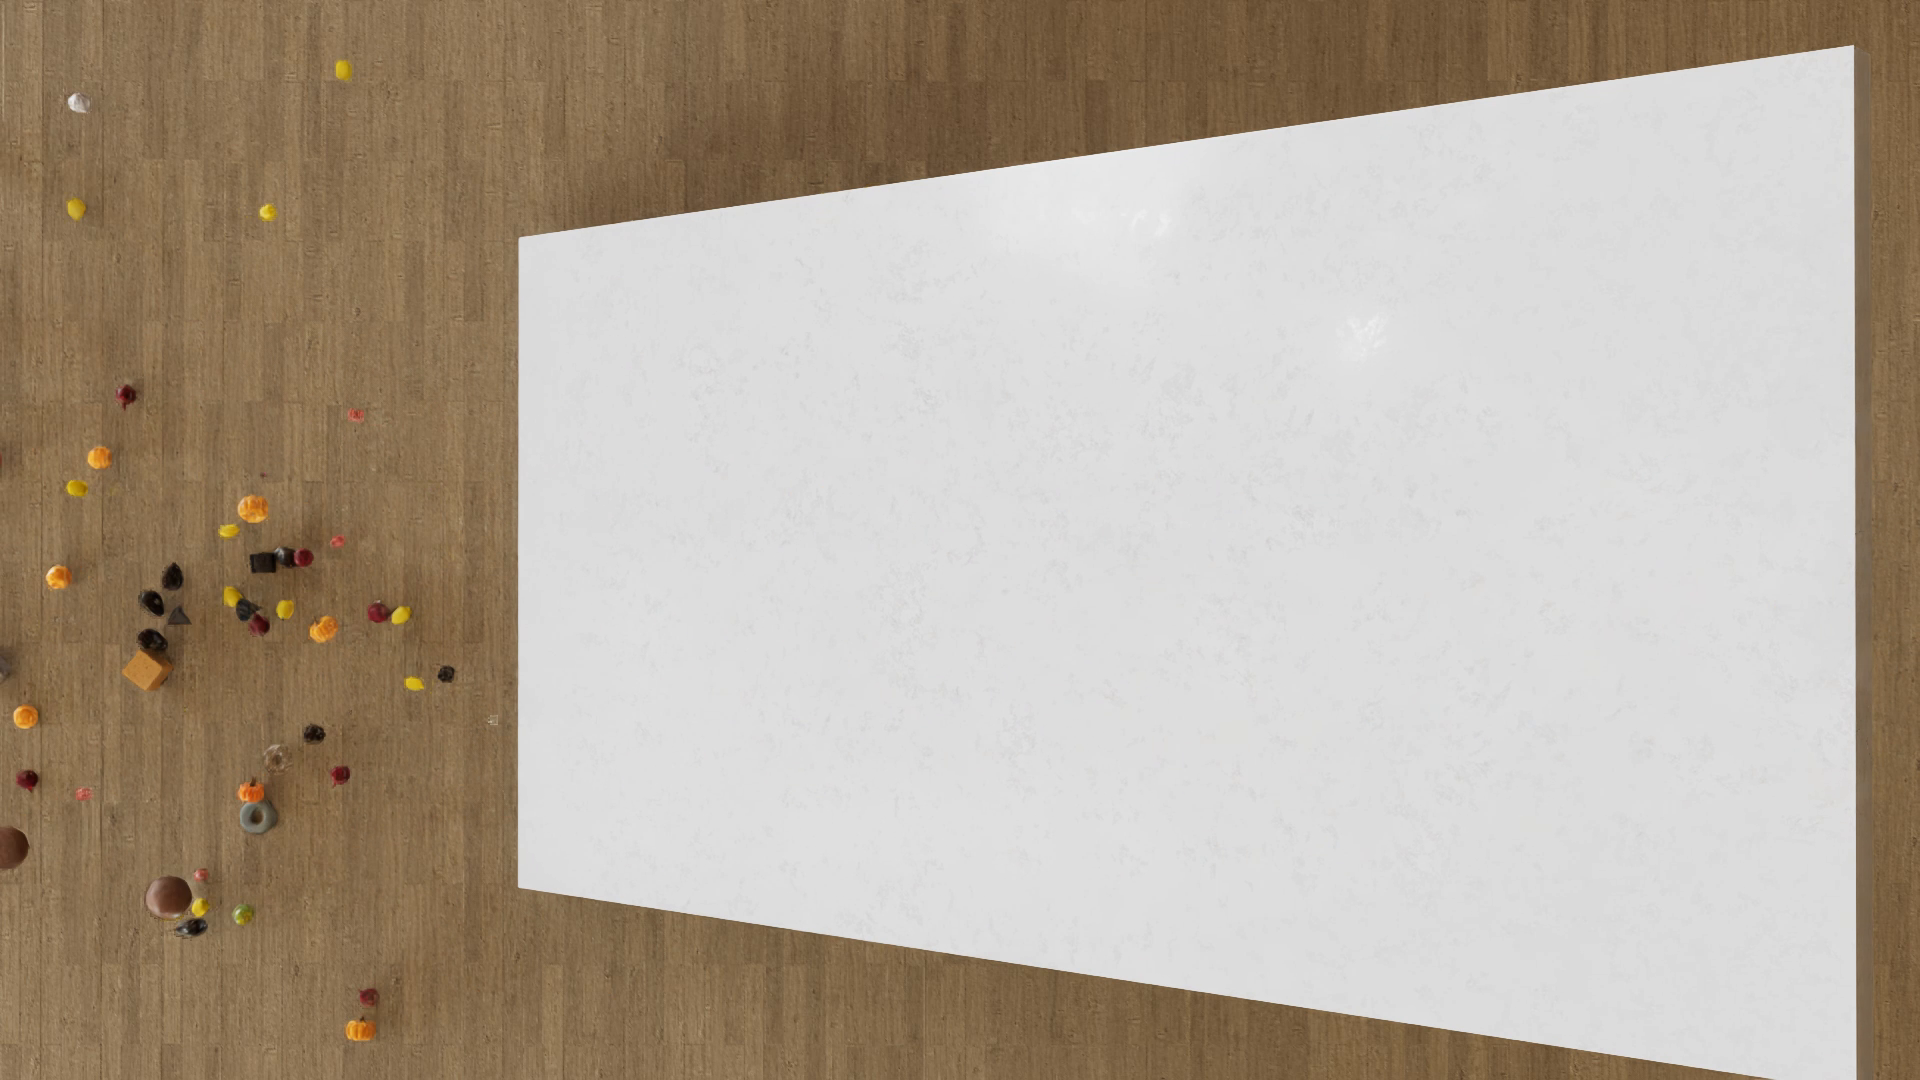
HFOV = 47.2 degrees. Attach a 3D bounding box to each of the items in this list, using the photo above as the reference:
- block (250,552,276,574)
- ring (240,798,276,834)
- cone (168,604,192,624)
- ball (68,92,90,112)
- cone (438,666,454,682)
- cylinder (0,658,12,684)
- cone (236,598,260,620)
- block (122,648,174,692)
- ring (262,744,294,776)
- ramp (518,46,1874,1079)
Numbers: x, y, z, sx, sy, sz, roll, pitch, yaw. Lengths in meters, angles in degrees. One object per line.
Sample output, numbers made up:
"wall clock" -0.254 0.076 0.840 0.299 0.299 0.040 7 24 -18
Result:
"block" -2.158 0.072 6.814 0.060 0.060 0.060 -4 90 0
"ring" -2.177 0.858 6.821 0.114 0.038 0.114 0 88 -1
"cone" -2.413 0.247 6.827 0.067 0.067 0.067 34 90 -26
"ball" -2.732 -1.357 6.821 0.063 0.063 0.063 0 90 0
"cone" -1.598 0.418 6.815 0.053 0.053 0.053 0 90 0
"cylinder" -2.999 0.411 6.795 0.090 0.090 0.090 38 91 0
"cone" -2.192 0.213 6.814 0.071 0.071 0.071 3 96 33
"block" -2.510 0.401 6.796 0.092 0.092 0.092 38 90 0
"ring" -2.118 0.682 6.825 0.097 0.032 0.097 0 91 1
"ramp" 0.208 0.061 5.523 4.000 0.100 2.000 0 90 40
